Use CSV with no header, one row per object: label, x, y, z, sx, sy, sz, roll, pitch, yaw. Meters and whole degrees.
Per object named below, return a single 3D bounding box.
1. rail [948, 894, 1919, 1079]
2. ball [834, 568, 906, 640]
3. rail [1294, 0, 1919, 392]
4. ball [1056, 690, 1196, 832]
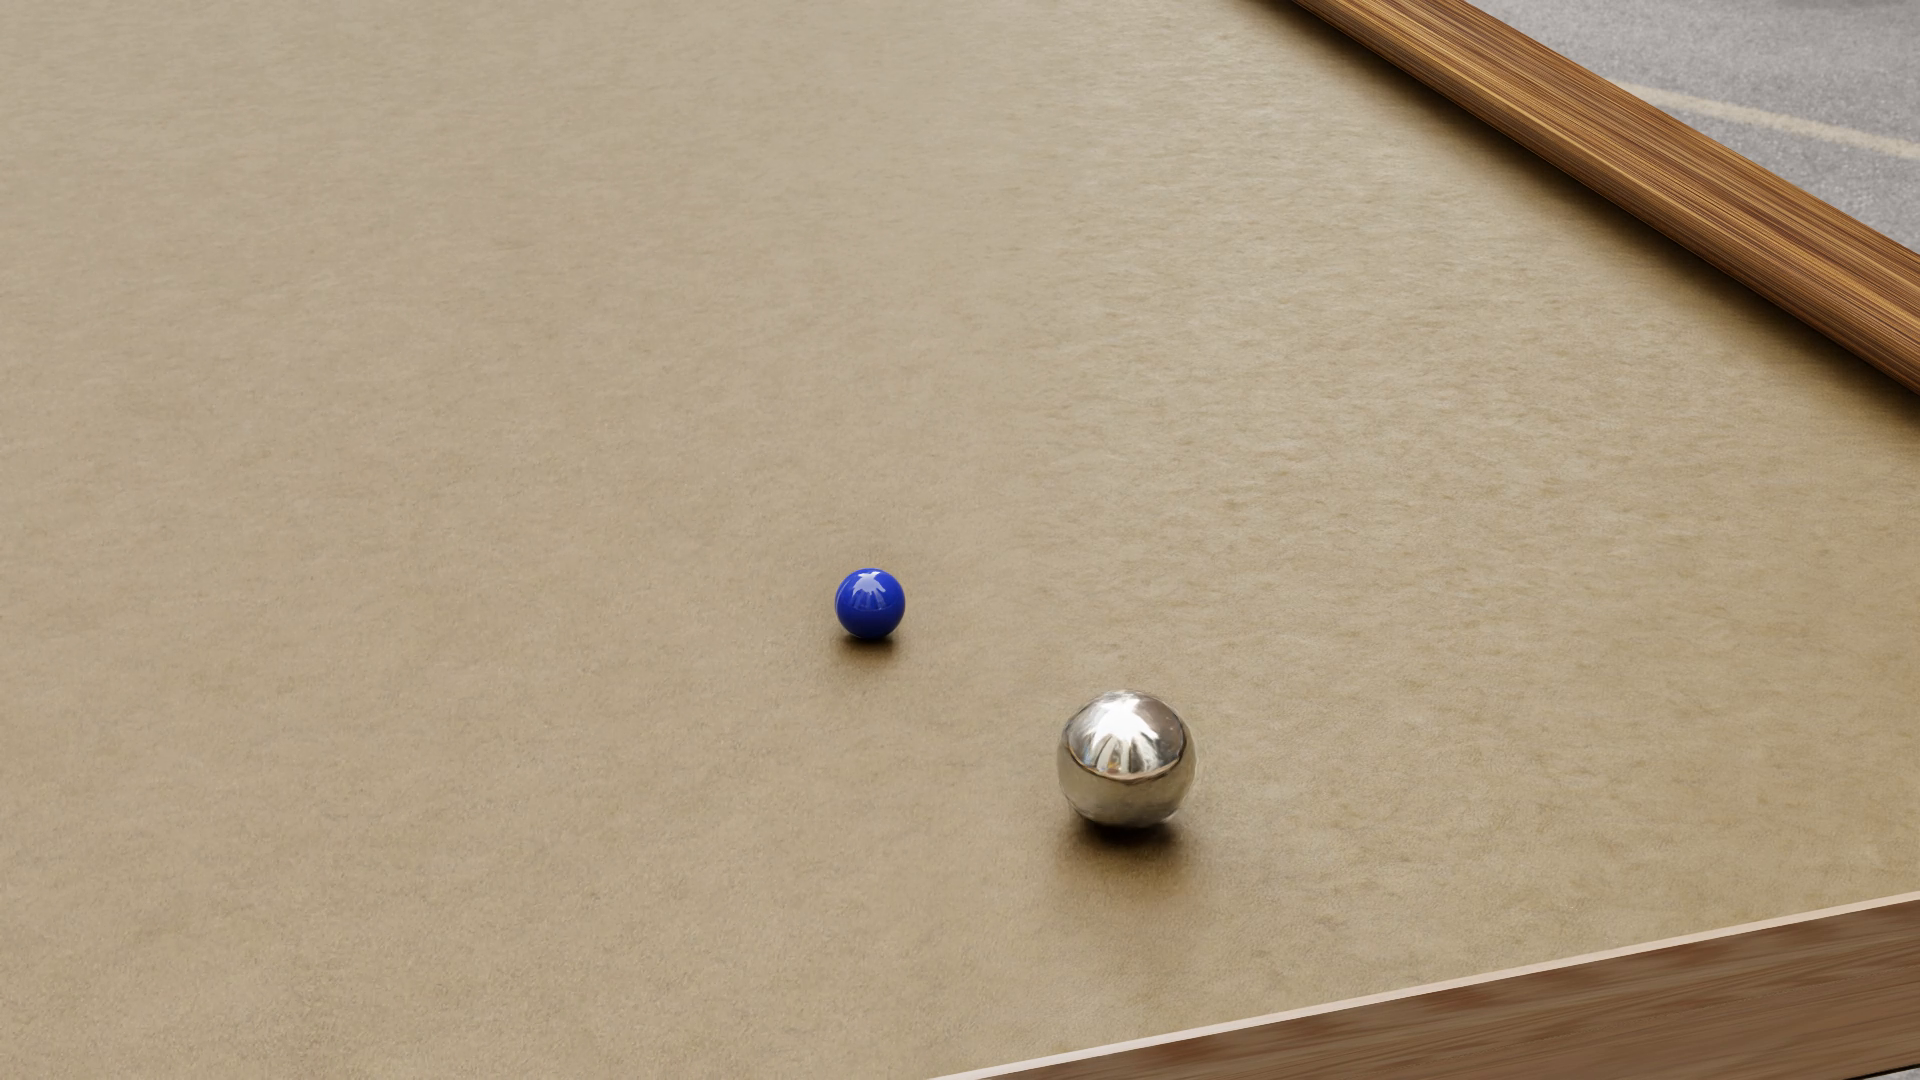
rail,0.209,0.254,1.442,1.655,0.108,0.045,-8,27,-16
ball,-0.060,0.042,1.957,0.048,0.048,0.048,0,26,0
rail,0.550,-0.423,2.860,0.045,0.108,2.833,-8,27,-16
ball,0.098,0.130,1.733,0.083,0.083,0.083,0,26,0
